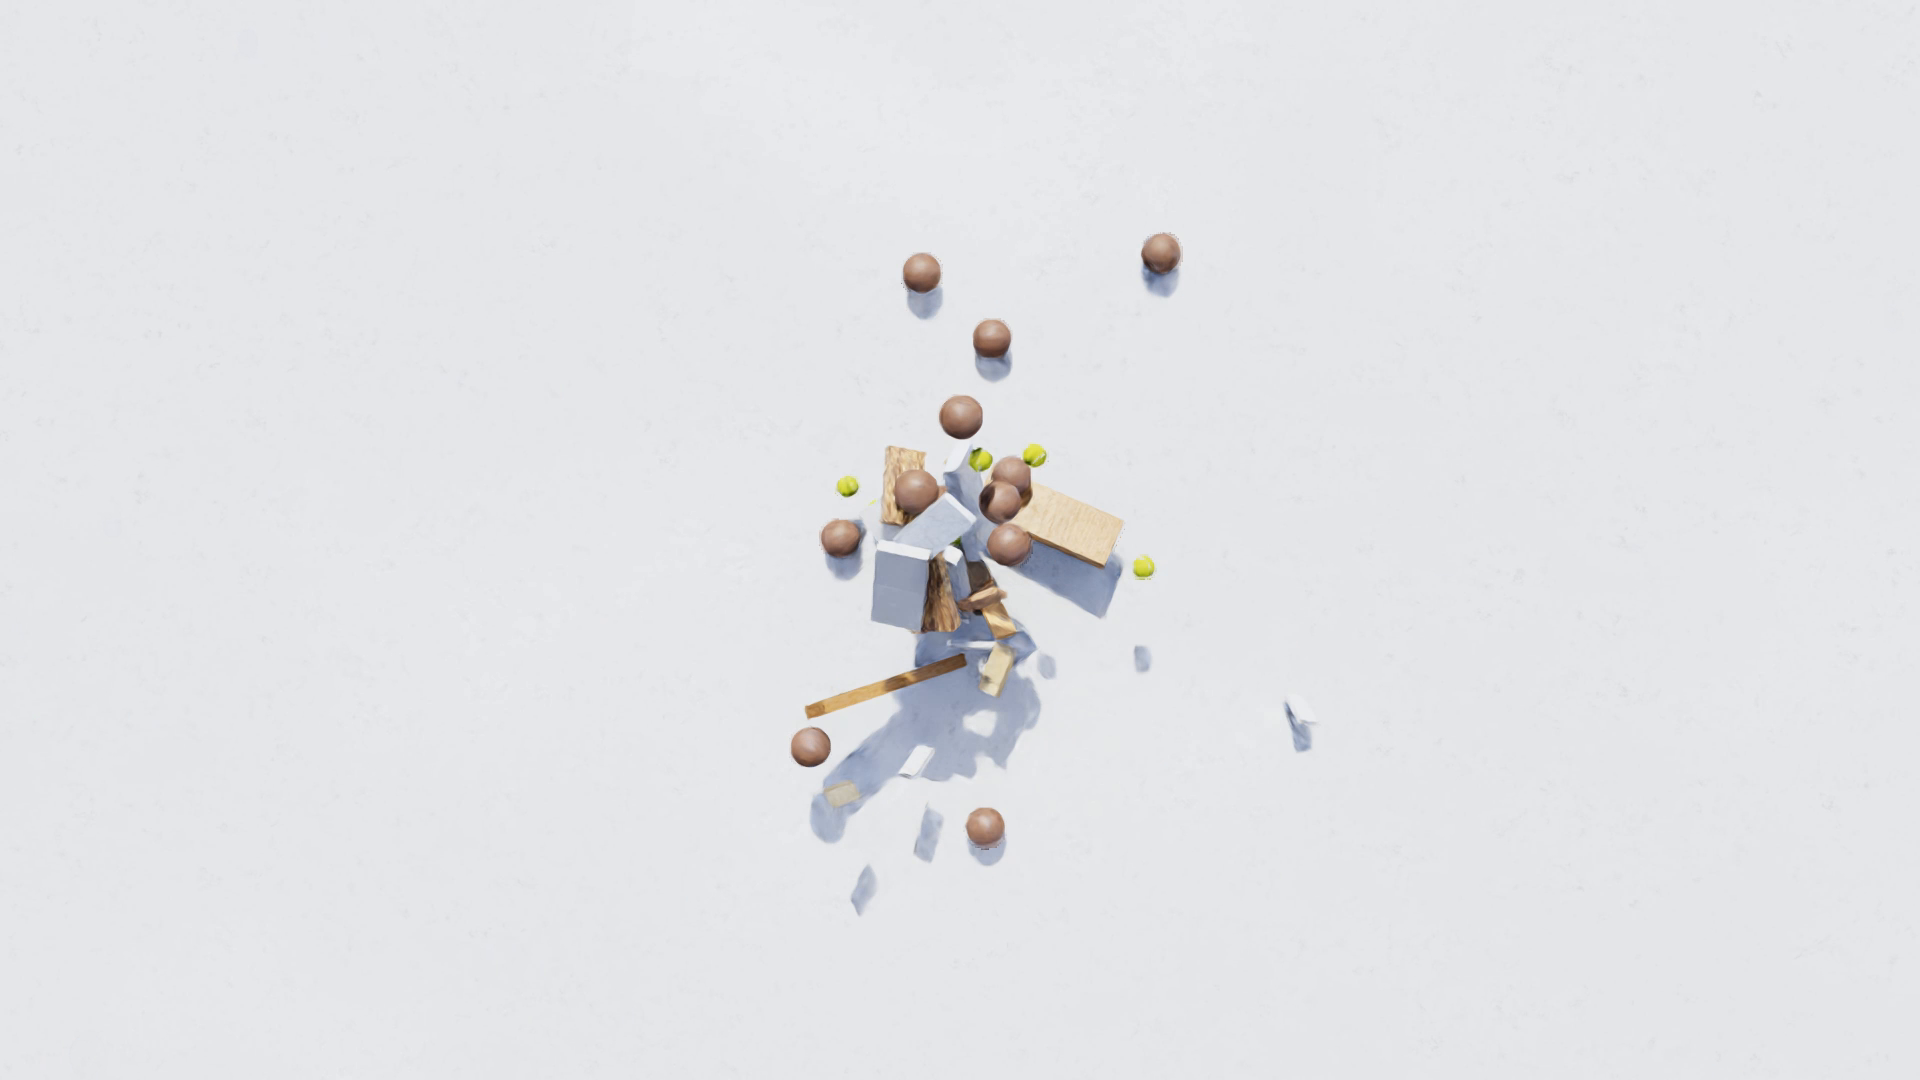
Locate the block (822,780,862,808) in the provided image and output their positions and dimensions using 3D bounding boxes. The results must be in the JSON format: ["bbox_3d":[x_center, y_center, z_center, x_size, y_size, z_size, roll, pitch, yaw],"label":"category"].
[{"bbox_3d":[-0.361,0.779,5.064,0.018,0.130,0.065,-42,73,27],"label":"block"}]

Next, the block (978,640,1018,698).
[{"bbox_3d":[0.120,0.409,5.223,0.081,0.023,0.162,21,87,42],"label":"block"}]

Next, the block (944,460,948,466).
[{"bbox_3d":[0.000,-0.220,5.442,0.059,0.017,0.119,-24,104,42],"label":"block"}]

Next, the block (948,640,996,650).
[{"bbox_3d":[0.037,0.336,5.278,0.144,0.072,0.020,5,80,-9],"label":"block"}]

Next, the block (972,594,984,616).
[{"bbox_3d":[0.065,0.188,5.407,0.069,0.020,0.139,-7,47,-13],"label":"block"}]

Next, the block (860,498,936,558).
[{"bbox_3d":[-0.183,-0.016,4.833,0.115,0.033,0.230,-34,88,20],"label":"block"}]

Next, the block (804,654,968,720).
[{"bbox_3d":[-0.234,0.466,5.262,0.524,0.152,0.043,-16,86,-30],"label":"block"}]

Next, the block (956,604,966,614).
[{"bbox_3d":[-0.006,0.207,5.430,0.069,0.139,0.020,29,95,0],"label":"block"}]

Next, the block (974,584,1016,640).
[{"bbox_3d":[0.089,0.186,5.363,0.072,0.020,0.303,-15,61,-20],"label":"block"}]

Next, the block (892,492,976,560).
[{"bbox_3d":[-0.074,-0.029,4.708,0.115,0.033,0.230,41,124,-14],"label":"block"}]

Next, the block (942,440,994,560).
[{"bbox_3d":[0.029,-0.120,5.131,0.048,0.169,0.338,-1,127,21],"label":"block"}]

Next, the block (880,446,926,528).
[{"bbox_3d":[-0.166,-0.153,4.800,0.115,0.033,0.230,10,72,-20],"label":"block"}]

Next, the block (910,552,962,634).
[{"bbox_3d":[-0.108,0.128,4.913,0.152,0.043,0.303,-6,109,26],"label":"block"}]

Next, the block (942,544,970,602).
[{"bbox_3d":[-0.062,0.083,5.096,0.169,0.338,0.048,27,72,14],"label":"block"}]

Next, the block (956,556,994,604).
[{"bbox_3d":[-0.017,0.139,5.274,0.230,0.033,0.115,-30,82,9],"label":"block"}]

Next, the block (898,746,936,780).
[{"bbox_3d":[-0.136,0.699,5.181,0.065,0.130,0.018,0,125,32],"label":"block"}]

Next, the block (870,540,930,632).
[{"bbox_3d":[-0.174,0.136,4.814,0.152,0.043,0.303,12,135,5],"label":"block"}]

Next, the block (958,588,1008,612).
[{"bbox_3d":[0.070,0.187,5.177,0.144,0.072,0.020,-22,63,30],"label":"block"}]

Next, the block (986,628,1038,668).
[{"bbox_3d":[0.168,0.364,5.311,0.162,0.023,0.081,-40,65,15],"label":"block"}]

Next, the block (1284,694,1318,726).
[{"bbox_3d":[1.123,0.558,5.432,0.065,0.130,0.018,8,124,-23],"label":"block"}]

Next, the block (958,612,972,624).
[{"bbox_3d":[0.001,0.252,5.430,0.069,0.139,0.020,15,83,0],"label":"block"}]

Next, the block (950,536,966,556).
[{"bbox_3d":[-0.002,0.009,5.385,0.115,0.230,0.033,-9,133,10],"label":"block"}]

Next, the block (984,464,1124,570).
[{"bbox_3d":[0.285,-0.077,5.361,0.465,0.048,0.169,24,71,7],"label":"block"}]
